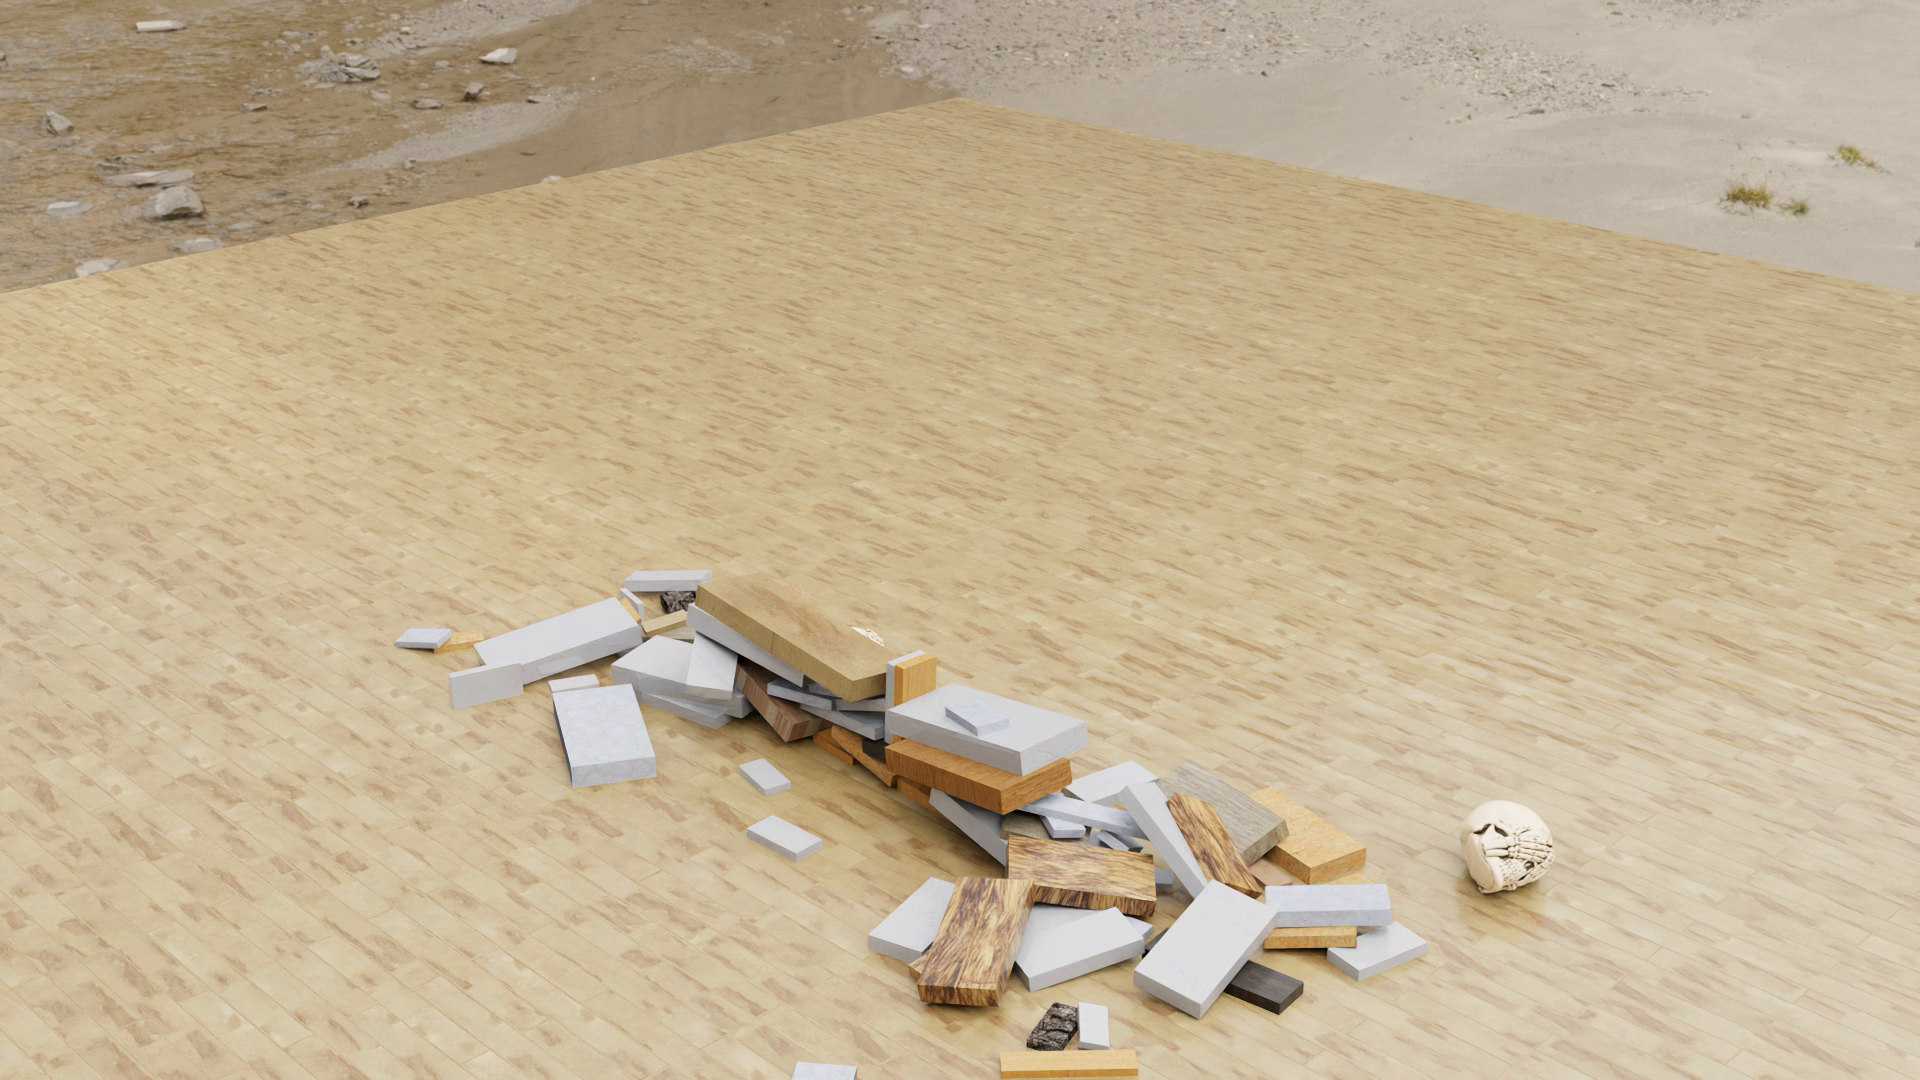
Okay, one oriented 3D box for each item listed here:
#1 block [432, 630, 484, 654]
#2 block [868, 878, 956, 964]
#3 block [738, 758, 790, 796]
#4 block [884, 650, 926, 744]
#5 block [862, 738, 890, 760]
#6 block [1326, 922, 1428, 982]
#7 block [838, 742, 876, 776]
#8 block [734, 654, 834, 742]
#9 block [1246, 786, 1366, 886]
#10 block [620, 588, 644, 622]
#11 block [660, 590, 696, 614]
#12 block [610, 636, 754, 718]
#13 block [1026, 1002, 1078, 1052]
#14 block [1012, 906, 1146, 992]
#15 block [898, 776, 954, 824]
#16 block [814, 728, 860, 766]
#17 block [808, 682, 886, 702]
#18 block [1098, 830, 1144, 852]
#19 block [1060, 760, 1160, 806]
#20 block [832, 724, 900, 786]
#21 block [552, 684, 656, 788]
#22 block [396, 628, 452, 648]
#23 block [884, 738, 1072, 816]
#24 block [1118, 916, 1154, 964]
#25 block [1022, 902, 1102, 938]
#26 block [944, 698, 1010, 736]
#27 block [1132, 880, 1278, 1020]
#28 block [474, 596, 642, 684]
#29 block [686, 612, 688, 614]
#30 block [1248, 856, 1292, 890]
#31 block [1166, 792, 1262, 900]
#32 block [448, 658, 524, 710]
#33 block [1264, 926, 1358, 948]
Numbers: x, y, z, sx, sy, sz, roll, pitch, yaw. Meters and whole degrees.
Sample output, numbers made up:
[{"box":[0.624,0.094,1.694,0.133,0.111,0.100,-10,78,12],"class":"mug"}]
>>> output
[{"box":[-1.183,0.239,5.177,0.118,0.017,0.059,-9,24,-19],"class":"block"},{"box":[-0.061,0.703,4.062,0.113,0.032,0.227,13,26,27],"class":"block"},{"box":[-0.407,0.494,4.576,0.060,0.017,0.121,-14,27,-30],"class":"block"},{"box":[-0.110,0.324,4.512,0.091,0.182,0.026,-19,31,-40],"class":"block"},{"box":[-0.101,0.429,4.526,0.098,0.028,0.196,-19,20,-40],"class":"block"},{"box":[0.755,0.743,3.978,0.166,0.024,0.083,-14,27,-30],"class":"block"},{"box":[-0.187,0.447,4.638,0.068,0.019,0.137,-18,42,-40],"class":"block"},{"box":[-0.404,0.297,4.823,0.174,0.049,0.347,-11,43,-41],"class":"block"},{"box":[0.651,0.581,4.339,0.142,0.040,0.284,-14,27,-30],"class":"block"},{"box":[-0.793,0.159,5.317,0.015,0.053,0.106,-14,27,-30],"class":"block"},{"box":[-0.626,0.142,5.368,0.196,0.028,0.098,-7,13,-16],"class":"block"},{"box":[-0.585,0.303,4.915,0.347,0.049,0.174,12,26,26],"class":"block"},{"box":[0.165,0.837,3.767,0.060,0.017,0.120,11,25,23],"class":"block"},{"box":[0.205,0.735,3.955,0.227,0.032,0.113,-15,27,-18],"class":"block"},{"box":[-0.028,0.520,4.498,0.098,0.028,0.196,-19,29,-37],"class":"block"},{"box":[-0.245,0.438,4.703,0.068,0.019,0.137,-19,29,-37],"class":"block"},{"box":[-0.232,0.309,4.626,0.084,0.024,0.167,-14,13,-42],"class":"block"},{"box":[0.311,0.584,4.256,0.065,0.018,0.131,35,4,18],"class":"block"},{"box":[0.309,0.508,4.529,0.184,0.026,0.092,-15,27,-31],"class":"block"},{"box":[-0.170,0.438,4.613,0.098,0.028,0.196,-18,41,-39],"class":"block"},{"box":[-0.766,0.416,4.717,0.174,0.049,0.348,-6,24,-15],"class":"block"},{"box":[-1.258,0.231,5.161,0.118,0.017,0.059,0,30,24],"class":"block"},{"box":[0.033,0.440,4.296,0.177,0.050,0.355,-19,21,-36],"class":"block"},{"box":[0.297,0.729,4.021,0.060,0.017,0.120,15,27,32],"class":"block"},{"box":[0.150,0.707,4.053,0.227,0.032,0.113,-9,25,-20],"class":"block"},{"box":[0.034,0.347,4.308,0.071,0.020,0.142,-14,18,-23],"class":"block"},{"box":[0.437,0.724,3.906,0.135,0.038,0.271,24,42,27],"class":"block"},{"box":[-0.926,0.240,5.067,0.347,0.049,0.174,-19,28,-20],"class":"block"},{"box":[-0.656,0.204,5.258,0.059,0.017,0.119,4,23,10],"class":"block"},{"box":[0.586,0.644,4.223,0.052,0.015,0.103,-12,26,-26],"class":"block"},{"box":[0.480,0.583,4.170,0.112,0.032,0.223,22,29,-41],"class":"block"},{"box":[-1.056,0.321,4.902,0.159,0.080,0.023,-12,26,-26],"class":"block"},{"box":[0.639,0.715,4.010,0.166,0.023,0.083,-3,15,10],"class":"block"}]
